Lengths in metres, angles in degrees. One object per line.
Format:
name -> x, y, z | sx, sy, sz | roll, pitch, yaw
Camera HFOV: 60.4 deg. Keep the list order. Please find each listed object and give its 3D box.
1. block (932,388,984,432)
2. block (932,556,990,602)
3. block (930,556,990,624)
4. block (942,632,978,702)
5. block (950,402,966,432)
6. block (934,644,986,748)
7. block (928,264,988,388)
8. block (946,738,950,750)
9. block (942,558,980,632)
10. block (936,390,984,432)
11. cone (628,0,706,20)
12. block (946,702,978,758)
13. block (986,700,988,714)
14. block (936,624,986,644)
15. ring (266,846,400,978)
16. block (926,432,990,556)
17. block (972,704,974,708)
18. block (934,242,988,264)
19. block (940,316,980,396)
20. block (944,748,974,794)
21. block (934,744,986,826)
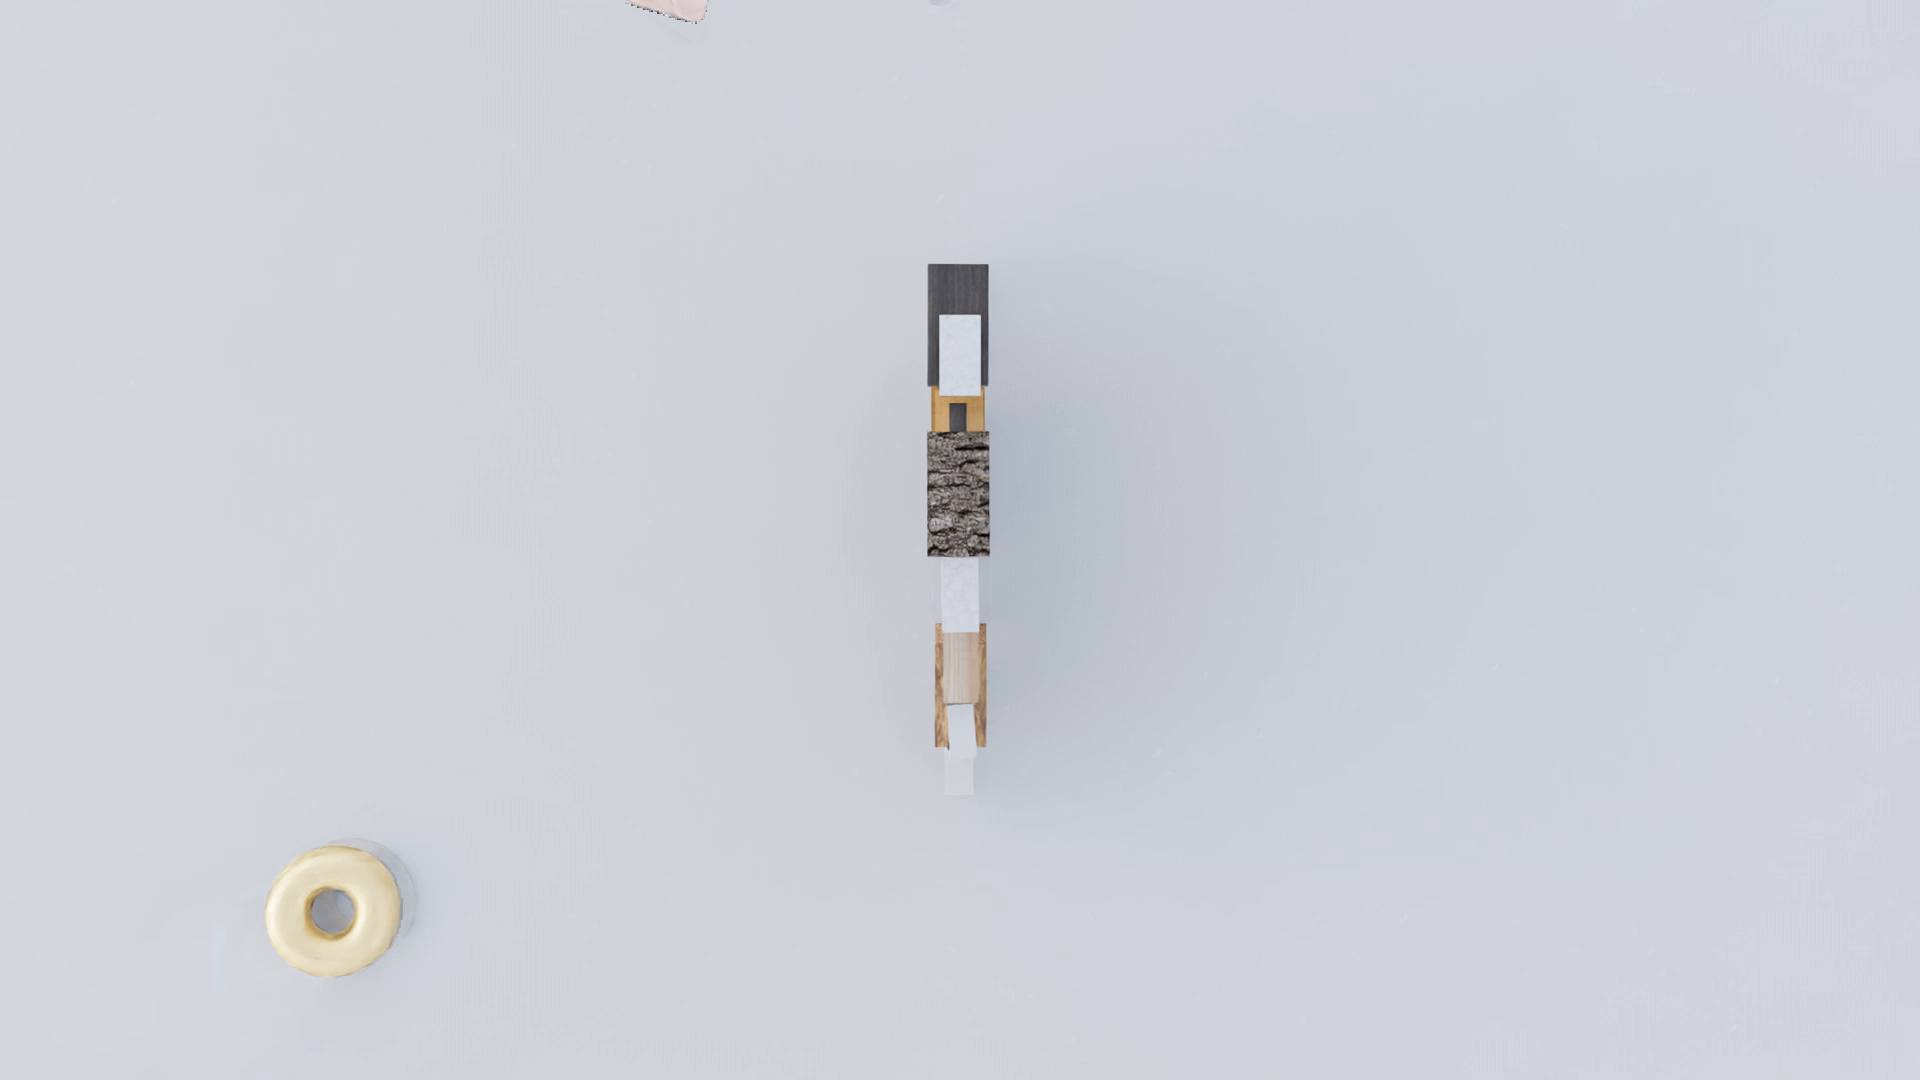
block -> -0.006, -0.389, 4.804 | 0.155, 0.044, 0.310 | 0, 90, 0
block -> 0.002, 0.014, 4.463 | 0.154, 0.044, 0.308 | 0, 90, 0
block -> 0.002, 0.066, 4.818 | 0.175, 0.050, 0.351 | 0, 90, 0
block -> 0.002, 0.333, 4.335 | 0.093, 0.026, 0.186 | 0, 90, 0
block -> -0.005, -0.319, 4.384 | 0.045, 0.013, 0.091 | 0, 90, 0
block -> 0.002, 0.428, 4.554 | 0.141, 0.040, 0.282 | 0, 90, 0
block -> -0.005, -0.575, 4.431 | 0.162, 0.046, 0.325 | 0, 90, 0
block -> 0.000, 0.551, 4.464 | 0.070, 0.140, 0.020 | 0, 89, 0
block -> 0.000, 0.141, 4.237 | 0.095, 0.027, 0.191 | -1, 90, 0
block -> -0.002, -0.277, 4.500 | 0.131, 0.037, 0.263 | 0, 90, 0
cone -> -1.014, -1.814, 5.442 | 0.253, 0.253, 0.253 | -5, 90, 26
block -> 0.005, 0.506, 4.384 | 0.070, 0.020, 0.140 | -5, 90, 0
block -> 0.005, 0.497, 5.049 | 0.151, 0.302, 0.043 | 0, 90, 0
block -> 0.003, 0.398, 4.877 | 0.151, 0.043, 0.302 | 0, 90, 0
ring -> -2.058, 1.219, 5.415 | 0.428, 0.143, 0.428 | 1, 85, -6
block -> -0.004, -0.114, 4.109 | 0.155, 0.044, 0.311 | 0, 90, 0
block -> 0.001, 0.457, 4.464 | 0.070, 0.140, 0.020 | 0, 89, 0
block -> 0.004, -0.705, 4.801 | 0.157, 0.044, 0.313 | 0, 90, 0
block -> 0.000, -0.467, 4.189 | 0.102, 0.029, 0.204 | 0, 90, 0
block -> -0.003, 0.655, 4.783 | 0.082, 0.023, 0.165 | 0, 90, 0
block -> 0.000, 0.707, 4.981 | 0.154, 0.044, 0.309 | 0, 90, 0
